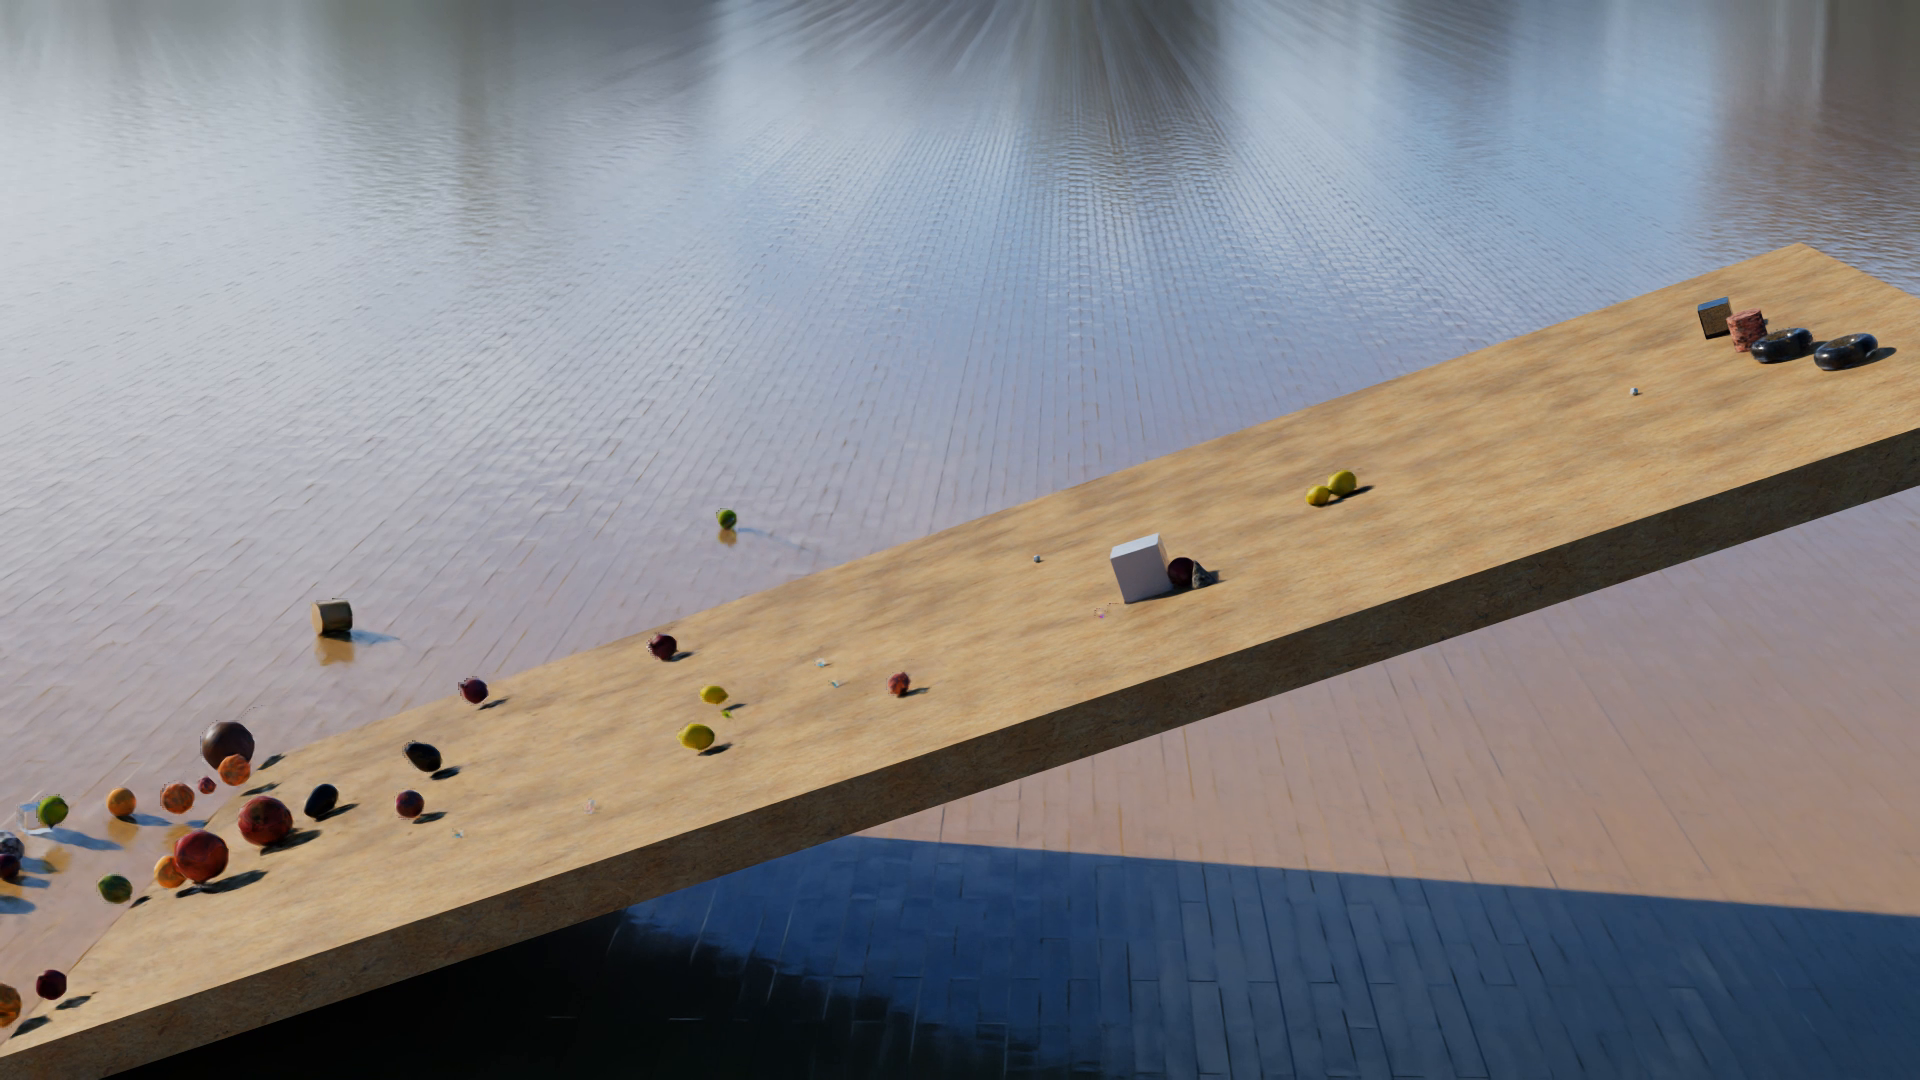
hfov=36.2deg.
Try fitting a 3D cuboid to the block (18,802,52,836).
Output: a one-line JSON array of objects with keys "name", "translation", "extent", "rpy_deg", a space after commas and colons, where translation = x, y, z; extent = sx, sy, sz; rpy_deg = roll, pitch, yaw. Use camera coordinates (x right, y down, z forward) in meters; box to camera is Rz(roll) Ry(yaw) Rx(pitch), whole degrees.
[{"name": "block", "translation": [-2.260, 0.680, 7.189], "extent": [0.061, 0.061, 0.061], "rpy_deg": [-9, 15, -35]}]

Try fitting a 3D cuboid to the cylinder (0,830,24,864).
[{"name": "cylinder", "translation": [-2.259, 0.727, 6.966], "extent": [0.065, 0.065, 0.065], "rpy_deg": [-8, 15, -34]}]

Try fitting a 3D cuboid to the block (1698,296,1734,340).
[{"name": "block", "translation": [1.648, -0.483, 6.400], "extent": [0.066, 0.066, 0.066], "rpy_deg": [-16, 12, 19]}]

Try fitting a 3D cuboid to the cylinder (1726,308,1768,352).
[{"name": "cylinder", "translation": [1.652, -0.439, 6.165], "extent": [0.072, 0.072, 0.072], "rpy_deg": [-19, 11, 4]}]

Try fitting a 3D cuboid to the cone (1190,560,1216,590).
[{"name": "cone", "translation": [0.473, 0.063, 5.826], "extent": [0.054, 0.054, 0.054], "rpy_deg": [-19, 11, 4]}]

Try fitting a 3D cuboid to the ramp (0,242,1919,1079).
[{"name": "ramp", "translation": [0.110, 0.179, 6.302], "extent": [4.000, 0.100, 2.000], "rpy_deg": [-19, 11, 6]}]

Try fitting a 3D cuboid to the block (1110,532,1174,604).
[{"name": "block", "translation": [0.368, 0.057, 5.921], "extent": [0.099, 0.099, 0.099], "rpy_deg": [-18, 11, 10]}]

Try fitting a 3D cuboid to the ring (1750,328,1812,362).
[{"name": "ring", "translation": [1.677, -0.398, 6.001], "extent": [0.127, 0.042, 0.127], "rpy_deg": [-18, 11, 3]}]

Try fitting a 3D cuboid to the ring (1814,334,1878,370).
[{"name": "ring", "translation": [1.735, -0.369, 5.762], "extent": [0.125, 0.042, 0.125], "rpy_deg": [-20, 11, 4]}]
